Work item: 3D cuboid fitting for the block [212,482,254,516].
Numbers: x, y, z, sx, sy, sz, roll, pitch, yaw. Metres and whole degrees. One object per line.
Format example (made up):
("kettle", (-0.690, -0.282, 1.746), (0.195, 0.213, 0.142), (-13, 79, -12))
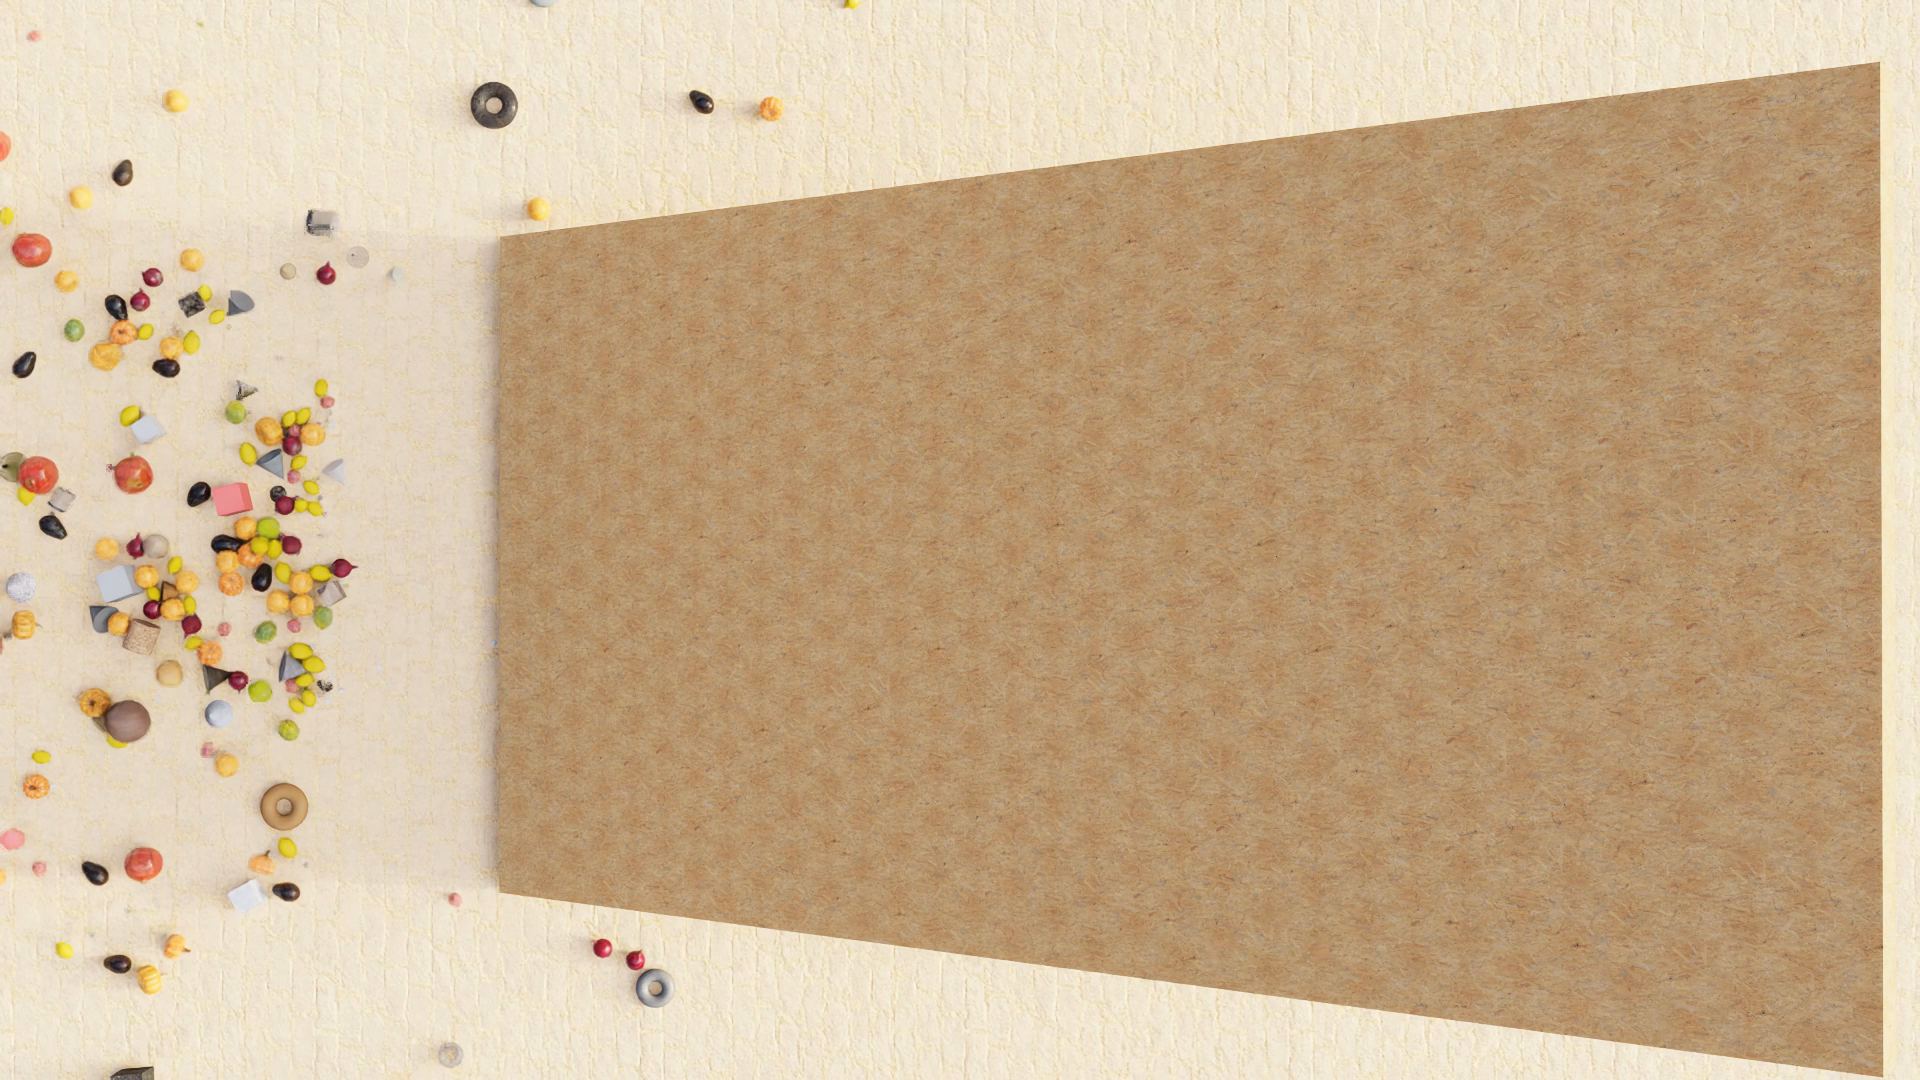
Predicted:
("block", (-2.230, -0.124, 6.742), (0.085, 0.085, 0.085), (-14, 90, 0))

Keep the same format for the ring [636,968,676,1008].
("ring", (-0.935, 1.377, 6.754), (0.122, 0.041, 0.122), (0, 88, 1))

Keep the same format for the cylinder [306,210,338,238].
("cylinder", (-1.958, -0.971, 6.753), (0.077, 0.077, 0.077), (6, 90, 0))

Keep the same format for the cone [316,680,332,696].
("cone", (-1.964, 0.466, 6.769), (0.050, 0.050, 0.050), (31, 118, 0))

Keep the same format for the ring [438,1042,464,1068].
("ring", (-1.565, 1.583, 6.759), (0.080, 0.027, 0.080), (0, 89, -1))

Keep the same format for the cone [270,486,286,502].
("cone", (-2.103, -0.142, 6.758), (0.053, 0.053, 0.053), (0, 90, 0))

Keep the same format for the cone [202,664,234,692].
("cone", (-2.274, 0.417, 6.761), (0.086, 0.086, 0.086), (-9, 90, -27))

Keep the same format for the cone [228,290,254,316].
("cone", (-2.234, -0.714, 6.770), (0.083, 0.083, 0.083), (-38, 90, 27))

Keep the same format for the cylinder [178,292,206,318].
("cylinder", (-2.360, -0.723, 6.760), (0.057, 0.057, 0.057), (-35, 90, 14))

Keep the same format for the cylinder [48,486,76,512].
("cylinder", (-2.760, -0.124, 6.755), (0.060, 0.060, 0.060), (34, 90, 0))

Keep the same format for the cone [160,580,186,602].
("cone", (-2.418, 0.160, 6.767), (0.069, 0.069, 0.069), (5, 90, -27))

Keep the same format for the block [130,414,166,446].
("block", (-2.491, -0.338, 6.753), (0.066, 0.066, 0.066), (-32, 90, 0))

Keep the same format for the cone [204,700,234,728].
("cone", (-2.284, 0.536, 6.736), (0.089, 0.089, 0.089), (0, 90, 0))

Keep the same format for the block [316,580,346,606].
("block", (-1.929, 0.165, 6.754), (0.057, 0.057, 0.057), (-31, 90, 0))

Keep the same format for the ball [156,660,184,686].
("ball", (-2.422, 0.410, 6.741), (0.081, 0.081, 0.081), (0, 90, 0))

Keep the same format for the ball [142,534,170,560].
("ball", (-2.466, 0.020, 6.745), (0.078, 0.078, 0.078), (0, 90, 0))

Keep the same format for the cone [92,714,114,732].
("cone", (-2.629, 0.553, 6.766), (0.060, 0.060, 0.060), (-37, 90, -33))

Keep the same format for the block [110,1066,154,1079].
("block", (-2.528, 1.672, 6.723), (0.097, 0.097, 0.097), (-5, 90, 0))

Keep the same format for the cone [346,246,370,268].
("cone", (-1.859, -0.873, 6.755), (0.071, 0.071, 0.071), (0, 90, 0))

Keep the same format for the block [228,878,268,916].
("block", (-2.182, 1.092, 6.738), (0.075, 0.075, 0.075), (-29, 90, 0))

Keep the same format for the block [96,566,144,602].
("block", (-2.575, 0.135, 6.738), (0.090, 0.090, 0.090), (-20, 90, 0))

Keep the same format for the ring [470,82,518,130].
("ring", (-1.434, -1.338, 6.770), (0.147, 0.049, 0.147), (0, 91, 0))

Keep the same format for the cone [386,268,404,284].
("cone", (-1.751, -0.812, 6.778), (0.053, 0.053, 0.053), (-4, 90, 27))

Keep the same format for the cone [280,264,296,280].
("cone", (-2.075, -0.829, 6.764), (0.052, 0.052, 0.052), (0, 90, 0))

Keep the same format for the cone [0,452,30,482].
("cone", (-2.917, -0.225, 6.738), (0.096, 0.096, 0.096), (0, 90, 0))

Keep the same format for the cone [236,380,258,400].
("cone", (-2.191, -0.462, 6.772), (0.067, 0.067, 0.067), (-4, 90, -27))

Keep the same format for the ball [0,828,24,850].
("ball", (-2.905, 0.919, 6.744), (0.067, 0.067, 0.067), (0, 90, 0))

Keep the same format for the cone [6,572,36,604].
("cone", (-2.896, 0.147, 6.735), (0.096, 0.096, 0.096), (0, 90, 0))

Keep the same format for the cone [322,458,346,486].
("cone", (-1.911, -0.196, 6.768), (0.078, 0.078, 0.078), (-27, 116, 0))

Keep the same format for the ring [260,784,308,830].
("ring", (-2.075, 0.820, 6.754), (0.146, 0.049, 0.146), (0, 88, 0))

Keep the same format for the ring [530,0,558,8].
("ring", (-1.283, -1.698, 6.778), (0.114, 0.038, 0.114), (0, 90, 1))

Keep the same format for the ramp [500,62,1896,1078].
("ramp", (0.235, 0.066, 5.555), (4.000, 0.100, 2.000), (0, 89, 36))
